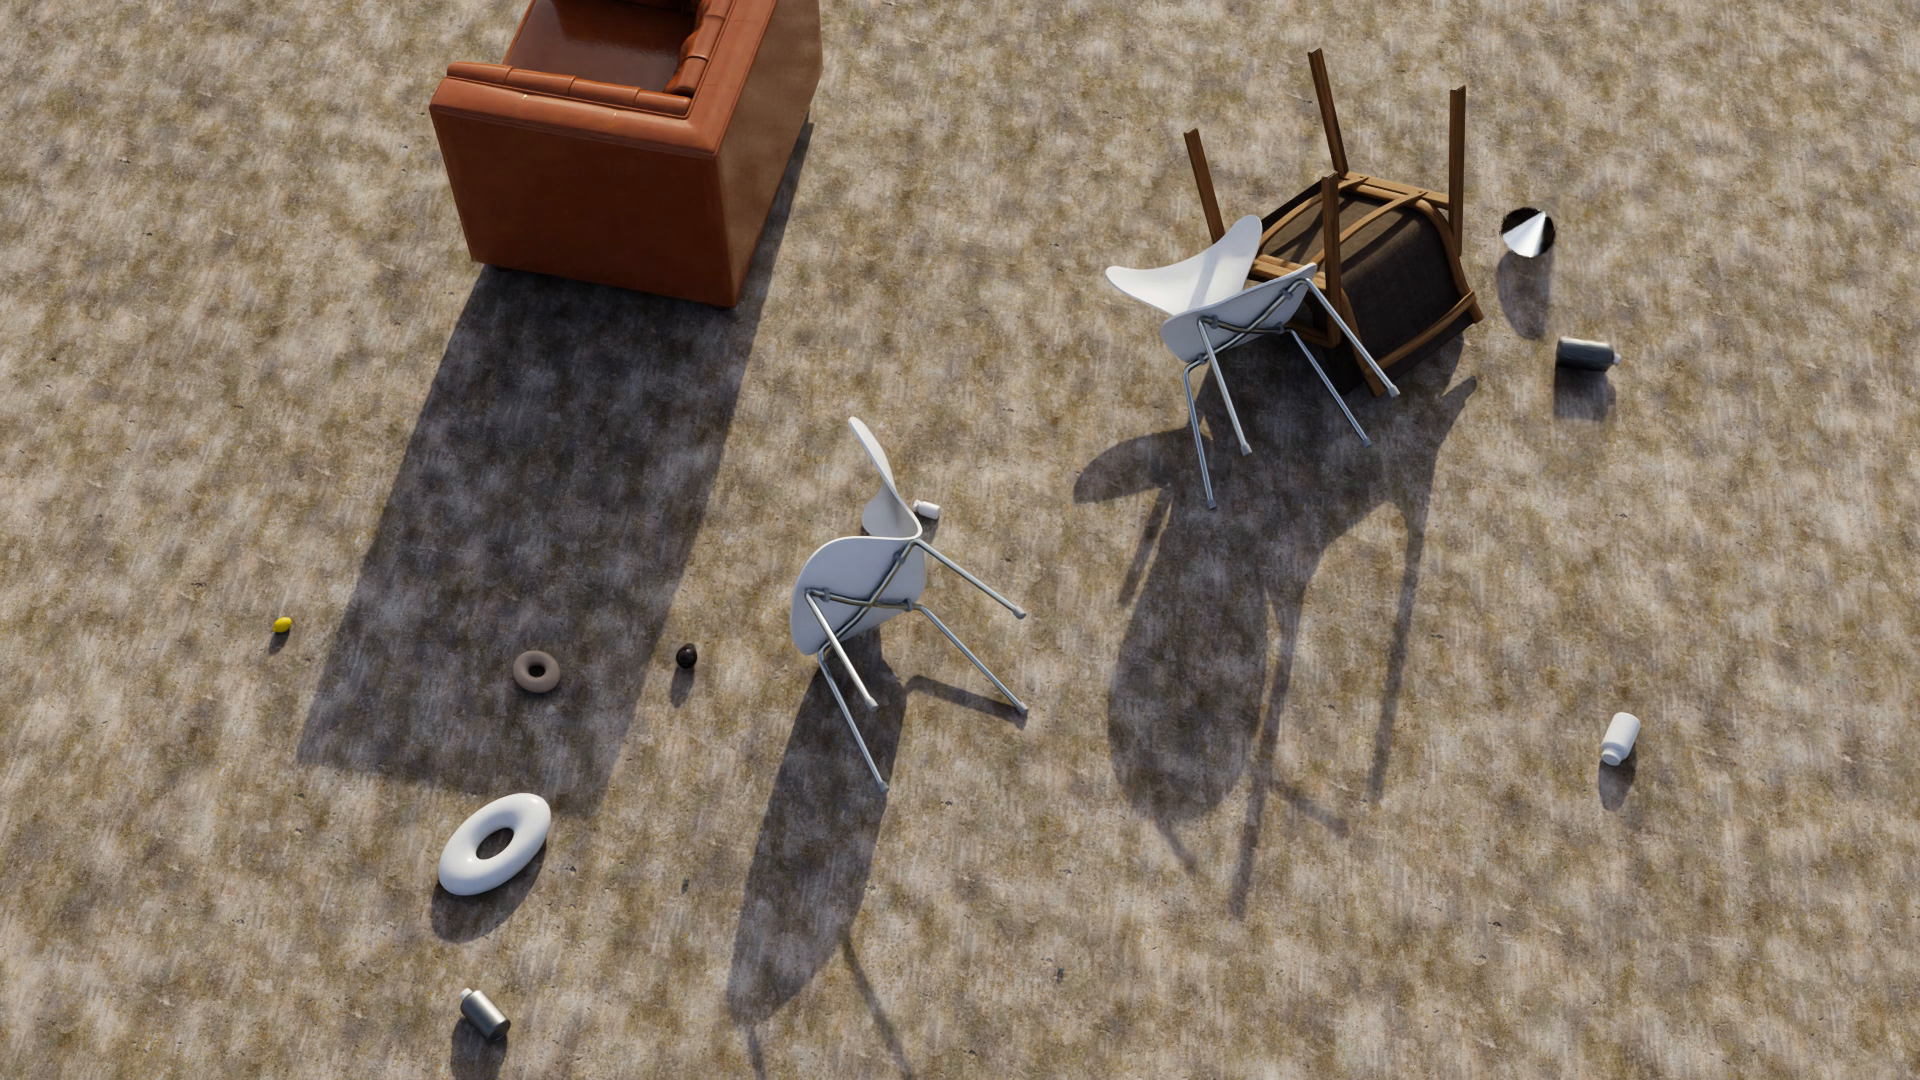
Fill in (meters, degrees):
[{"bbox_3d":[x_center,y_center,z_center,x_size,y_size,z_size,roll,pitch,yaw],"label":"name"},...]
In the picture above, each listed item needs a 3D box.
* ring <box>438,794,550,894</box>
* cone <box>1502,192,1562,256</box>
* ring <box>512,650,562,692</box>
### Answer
[{"bbox_3d":[-1.264,0.826,5.977,0.218,0.072,0.358,37,64,23],"label":"ring"},{"bbox_3d":[1.929,-1.084,7.250,0.322,0.181,0.173,-45,109,-42],"label":"cone"},{"bbox_3d":[-1.211,0.376,6.292,0.149,0.049,0.125,31,62,18],"label":"ring"}]
